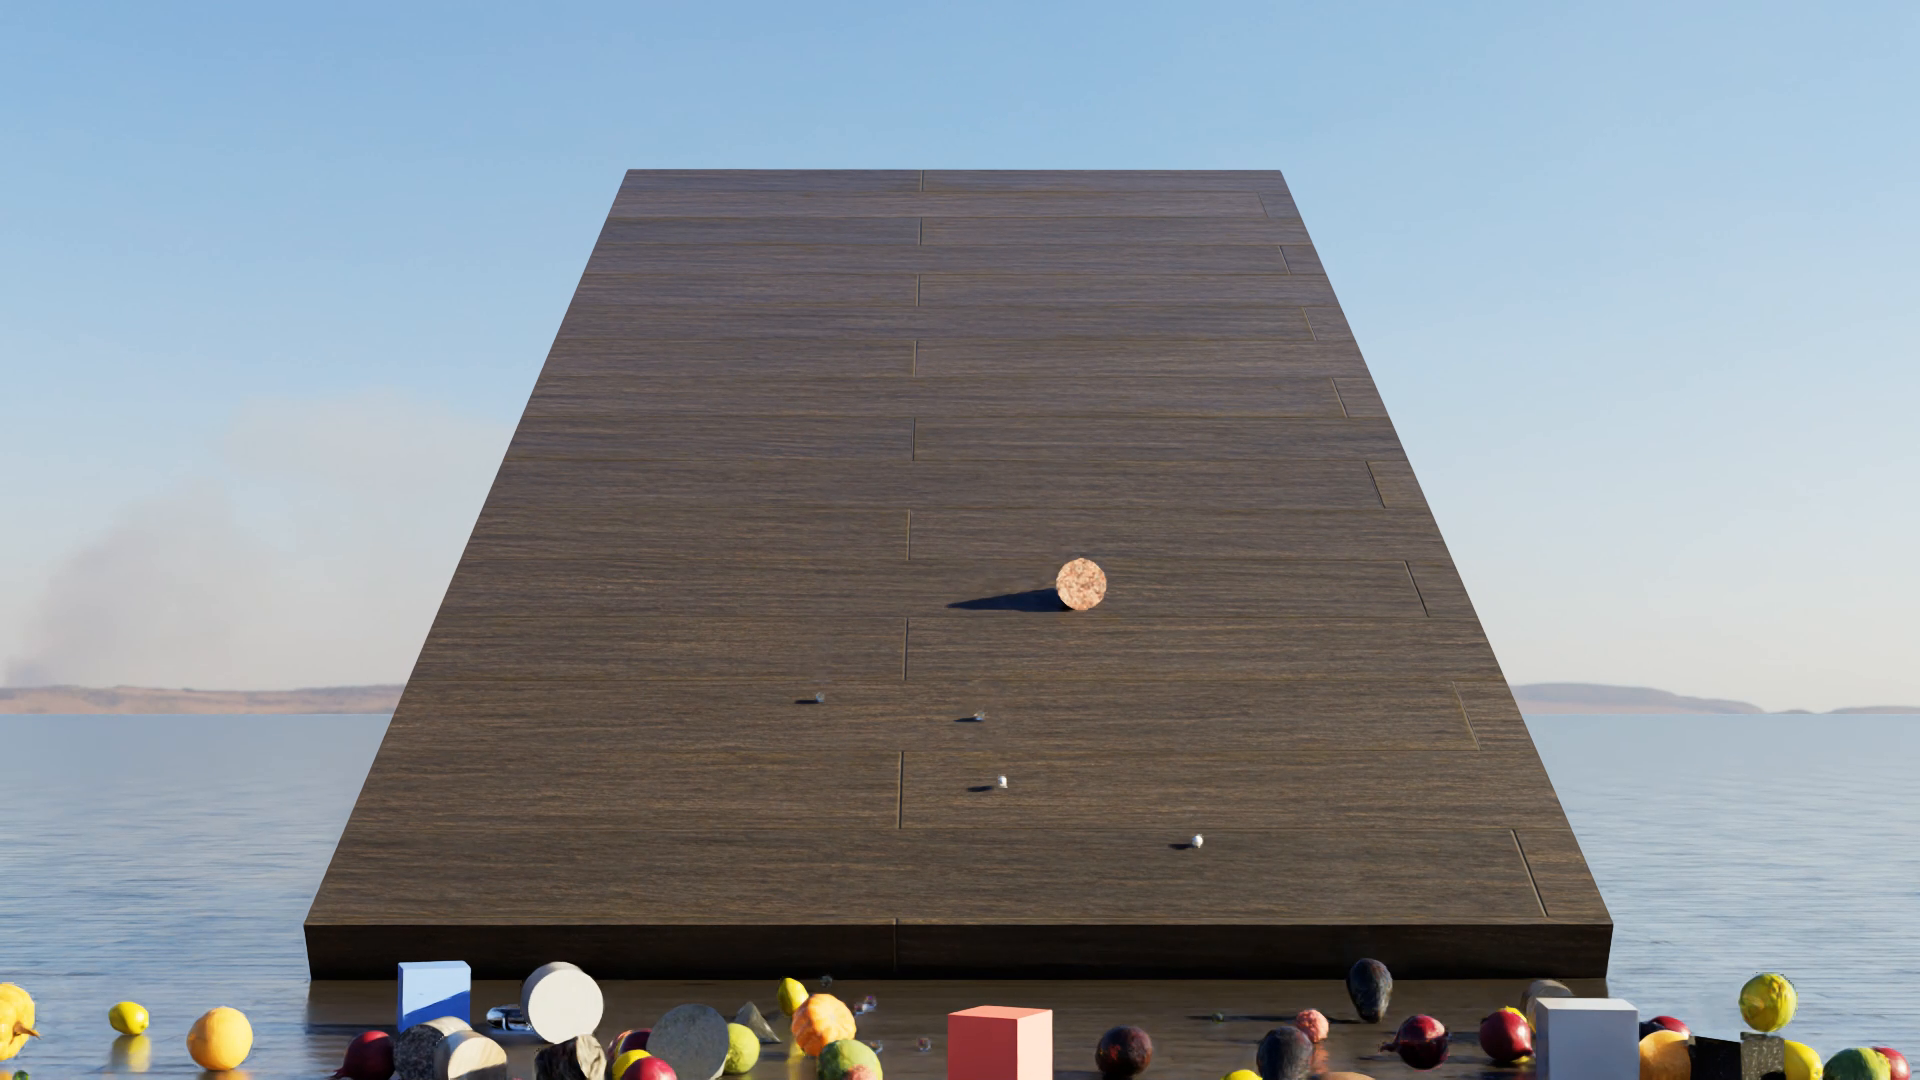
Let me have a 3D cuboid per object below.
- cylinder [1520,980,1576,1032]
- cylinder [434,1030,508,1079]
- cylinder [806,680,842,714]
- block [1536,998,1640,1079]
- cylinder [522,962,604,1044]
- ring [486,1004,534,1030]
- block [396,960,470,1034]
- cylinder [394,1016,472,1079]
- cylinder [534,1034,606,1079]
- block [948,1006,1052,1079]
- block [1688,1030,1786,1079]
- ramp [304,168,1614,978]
[{"bbox_3d":[0.750,0.597,2.984,0.069,0.069,0.069,-1,-4,8],"label":"cylinder"},{"bbox_3d":[-0.531,0.567,2.545,0.065,0.065,0.065,2,-4,-26],"label":"cylinder"},{"bbox_3d":[-0.242,0.284,4.201,0.060,0.060,0.060,-4,-11,-1],"label":"cylinder"},{"bbox_3d":[0.682,0.553,2.556,0.095,0.095,0.095,0,-4,6],"label":"block"},{"bbox_3d":[-0.503,0.583,2.963,0.092,0.092,0.092,1,-4,-16],"label":"cylinder"},{"bbox_3d":[-0.577,0.624,3.071,0.084,0.028,0.084,1,-5,0],"label":"ring"},{"bbox_3d":[-0.682,0.593,3.040,0.084,0.084,0.084,1,-4,-18],"label":"block"},{"bbox_3d":[-0.584,0.570,2.616,0.070,0.070,0.070,-1,-4,11],"label":"cylinder"},{"bbox_3d":[-0.416,0.562,2.507,0.054,0.054,0.054,-25,-12,18],"label":"cylinder"},{"bbox_3d":[0.044,0.559,2.569,0.085,0.085,0.085,-2,-5,28],"label":"block"},{"bbox_3d":[0.824,0.561,2.492,0.069,0.069,0.069,3,-5,-32],"label":"block"},{"bbox_3d":[-0.009,-0.229,5.411,2.000,0.100,4.000,0,26,0],"label":"ramp"}]
